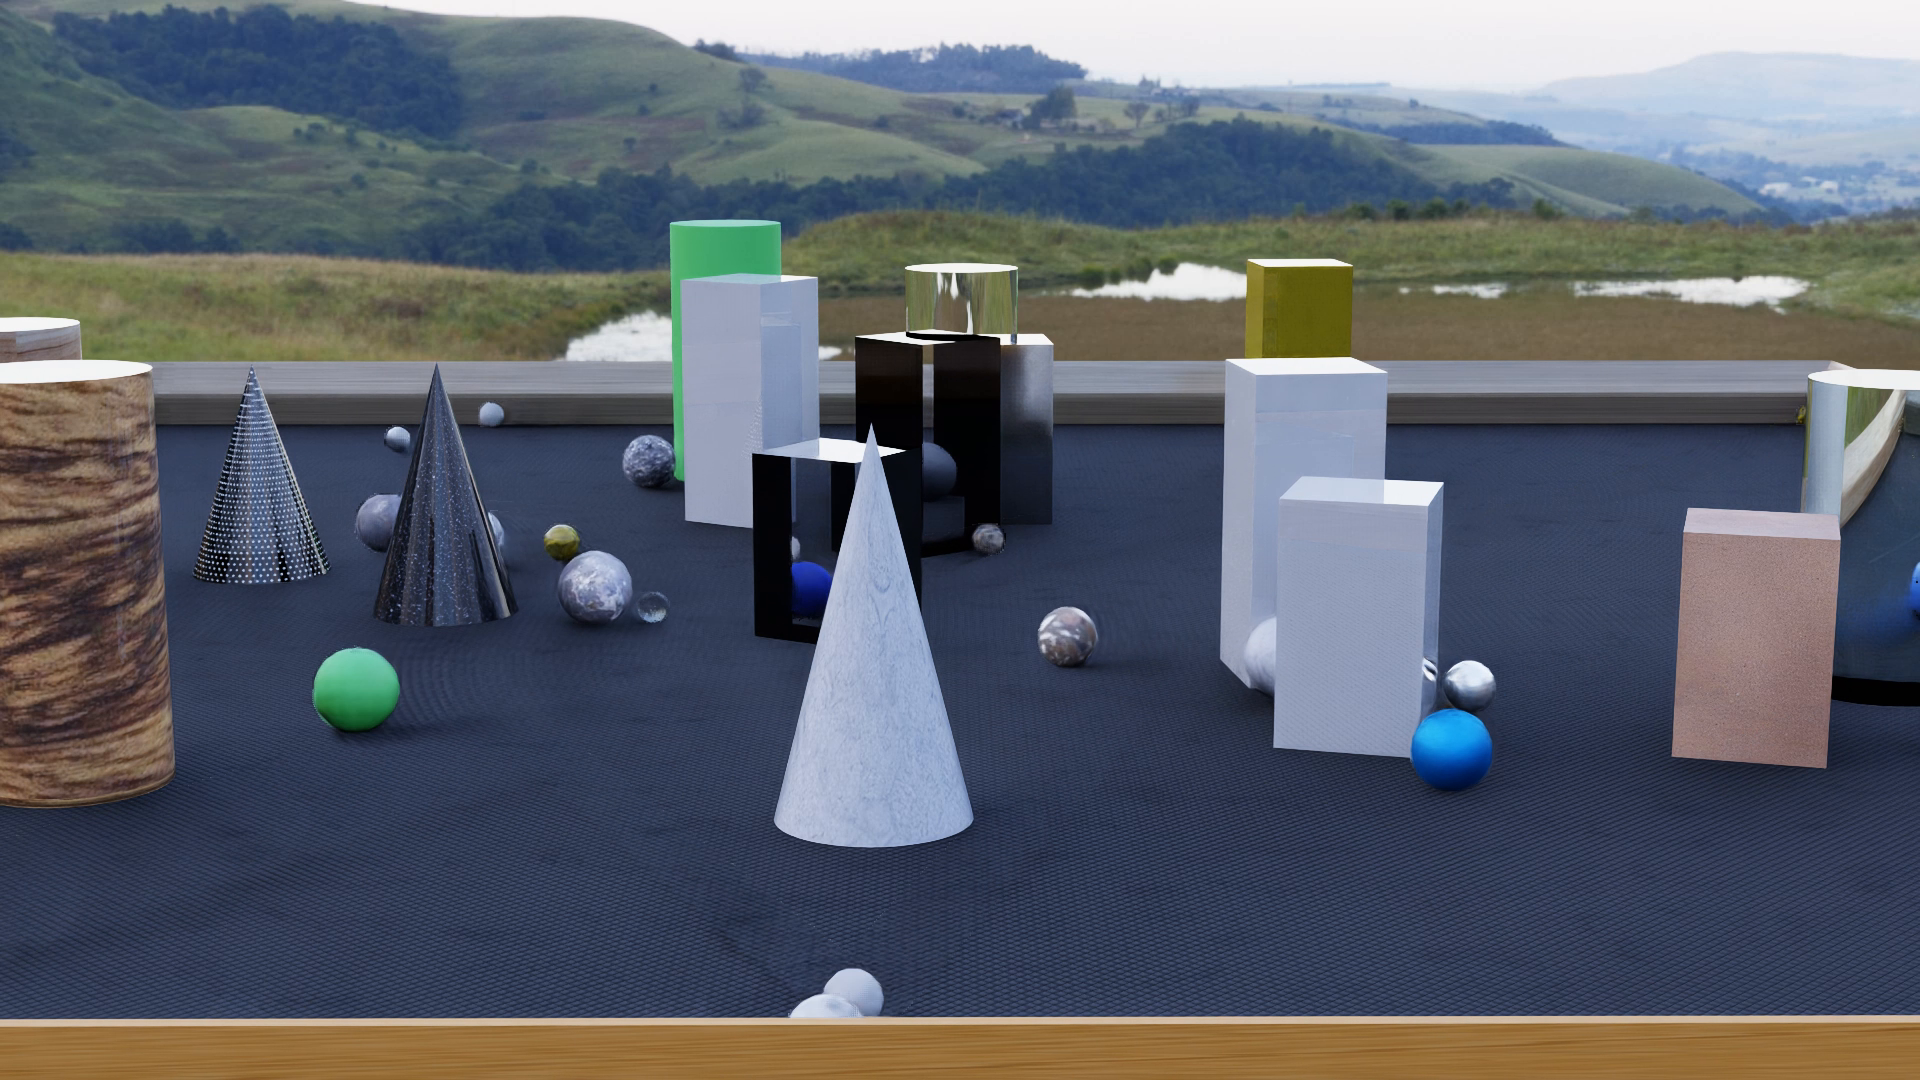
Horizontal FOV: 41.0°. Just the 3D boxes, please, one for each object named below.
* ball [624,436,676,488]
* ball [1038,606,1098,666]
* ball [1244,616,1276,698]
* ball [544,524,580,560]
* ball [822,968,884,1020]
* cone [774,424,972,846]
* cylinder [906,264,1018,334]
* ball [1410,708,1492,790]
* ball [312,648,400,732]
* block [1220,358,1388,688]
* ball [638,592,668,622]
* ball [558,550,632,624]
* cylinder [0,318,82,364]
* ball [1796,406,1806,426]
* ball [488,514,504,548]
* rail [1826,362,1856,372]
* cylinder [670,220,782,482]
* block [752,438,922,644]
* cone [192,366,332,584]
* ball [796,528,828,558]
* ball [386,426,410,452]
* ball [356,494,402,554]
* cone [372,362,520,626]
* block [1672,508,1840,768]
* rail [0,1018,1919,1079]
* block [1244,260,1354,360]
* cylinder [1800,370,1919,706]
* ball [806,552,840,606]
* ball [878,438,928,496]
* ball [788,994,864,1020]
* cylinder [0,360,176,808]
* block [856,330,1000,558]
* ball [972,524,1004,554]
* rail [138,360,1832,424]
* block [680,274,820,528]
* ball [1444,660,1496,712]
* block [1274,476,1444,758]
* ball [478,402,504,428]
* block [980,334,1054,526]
[{"bbox_3d":[-0.539,-0.136,4.461,0.092,0.092,0.092,0,11,0],"label":"ball"},{"bbox_3d":[0.132,0.118,3.142,0.073,0.073,0.073,0,11,0],"label":"ball"},{"bbox_3d":[0.379,0.136,2.978,0.098,0.098,0.098,0,11,0],"label":"ball"},{"bbox_3d":[-0.592,0.004,3.811,0.054,0.054,0.054,0,11,0],"label":"ball"},{"bbox_3d":[-0.082,0.351,1.959,0.047,0.047,0.047,0,11,0],"label":"ball"},{"bbox_3d":[-0.084,0.080,2.479,0.196,0.390,0.196,0,11,0],"label":"cone"},{"bbox_3d":[0.003,-0.286,4.481,0.196,0.379,0.196,0,11,0],"label":"cylinder"},{"bbox_3d":[0.500,0.212,2.608,0.082,0.082,0.082,0,11,0],"label":"ball"},{"bbox_3d":[-0.666,0.165,2.832,0.093,0.093,0.093,0,11,0],"label":"ball"},{"bbox_3d":[0.410,-0.023,3.082,0.156,0.373,0.156,-1,11,-7],"label":"block"},{"bbox_3d":[-0.406,0.089,3.390,0.041,0.041,0.041,0,11,0],"label":"ball"},{"bbox_3d":[-0.480,0.063,3.374,0.097,0.097,0.097,0,11,0],"label":"ball"},{"bbox_3d":[-1.299,-0.107,3.519,0.196,0.378,0.196,0,11,0],"label":"cylinder"},{"bbox_3d":[1.728,-0.253,5.231,0.041,0.041,0.041,0,11,0],"label":"ball"},{"bbox_3d":[-0.713,-0.005,3.793,0.078,0.078,0.078,0,11,0],"label":"ball"},{"bbox_3d":[1.773,0.031,3.459,0.045,0.127,3.675,0,11,0],"label":"rail"},{"bbox_3d":[-0.413,-0.336,4.558,0.196,0.450,0.196,0,11,0],"label":"cylinder"},{"bbox_3d":[-0.158,0.002,3.316,0.156,0.238,0.156,6,12,30],"label":"block"},{"bbox_3d":[-1.015,-0.104,3.707,0.196,0.304,0.196,0,11,0],"label":"cone"},{"bbox_3d":[-0.221,0.003,3.835,0.046,0.046,0.046,0,11,0],"label":"ball"},{"bbox_3d":[-1.070,-0.192,4.886,0.047,0.047,0.047,0,11,0],"label":"ball"},{"bbox_3d":[-0.864,-0.025,3.867,0.090,0.090,0.090,0,11,0],"label":"ball"},{"bbox_3d":[-0.694,-0.071,3.433,0.196,0.338,0.196,0,11,0],"label":"cone"},{"bbox_3d":[0.857,0.102,2.763,0.156,0.243,0.156,3,11,17],"label":"block"},{"bbox_3d":[0.010,0.363,1.665,3.594,0.127,0.045,0,11,0],"label":"rail"},{"bbox_3d":[0.598,-0.301,4.554,0.156,0.382,0.156,-1,11,-5],"label":"block"},{"bbox_3d":[1.087,-0.006,3.010,0.196,0.366,0.196,0,11,0],"label":"cylinder"},{"bbox_3d":[-0.171,0.055,3.476,0.075,0.075,0.075,0,11,0],"label":"ball"},{"bbox_3d":[-0.104,-0.125,4.389,0.096,0.096,0.096,0,11,0],"label":"ball"},{"bbox_3d":[-0.097,0.361,1.866,0.061,0.061,0.061,0,11,0],"label":"ball"},{"bbox_3d":[-0.909,0.040,2.602,0.196,0.424,0.196,0,11,0],"label":"cylinder"},{"bbox_3d":[-0.049,-0.150,3.914,0.156,0.320,0.156,-9,14,-41],"label":"block"},{"bbox_3d":[0.042,-0.001,3.857,0.047,0.047,0.047,0,11,0],"label":"ball"},{"bbox_3d":[-0.010,-0.298,5.232,3.594,0.127,0.045,0,11,0],"label":"rail"},{"bbox_3d":[-0.336,-0.227,4.139,0.156,0.388,0.156,6,12,31],"label":"block"},{"bbox_3d":[0.581,0.166,2.924,0.058,0.058,0.058,0,11,0],"label":"ball"},{"bbox_3d":[0.436,0.080,2.797,0.156,0.273,0.156,3,11,16],"label":"block"},{"bbox_3d":[-0.951,-0.253,5.207,0.050,0.050,0.050,0,11,0],"label":"ball"},{"bbox_3d":[0.064,-0.180,4.157,0.156,0.290,0.156,-1,11,-4],"label":"block"}]
